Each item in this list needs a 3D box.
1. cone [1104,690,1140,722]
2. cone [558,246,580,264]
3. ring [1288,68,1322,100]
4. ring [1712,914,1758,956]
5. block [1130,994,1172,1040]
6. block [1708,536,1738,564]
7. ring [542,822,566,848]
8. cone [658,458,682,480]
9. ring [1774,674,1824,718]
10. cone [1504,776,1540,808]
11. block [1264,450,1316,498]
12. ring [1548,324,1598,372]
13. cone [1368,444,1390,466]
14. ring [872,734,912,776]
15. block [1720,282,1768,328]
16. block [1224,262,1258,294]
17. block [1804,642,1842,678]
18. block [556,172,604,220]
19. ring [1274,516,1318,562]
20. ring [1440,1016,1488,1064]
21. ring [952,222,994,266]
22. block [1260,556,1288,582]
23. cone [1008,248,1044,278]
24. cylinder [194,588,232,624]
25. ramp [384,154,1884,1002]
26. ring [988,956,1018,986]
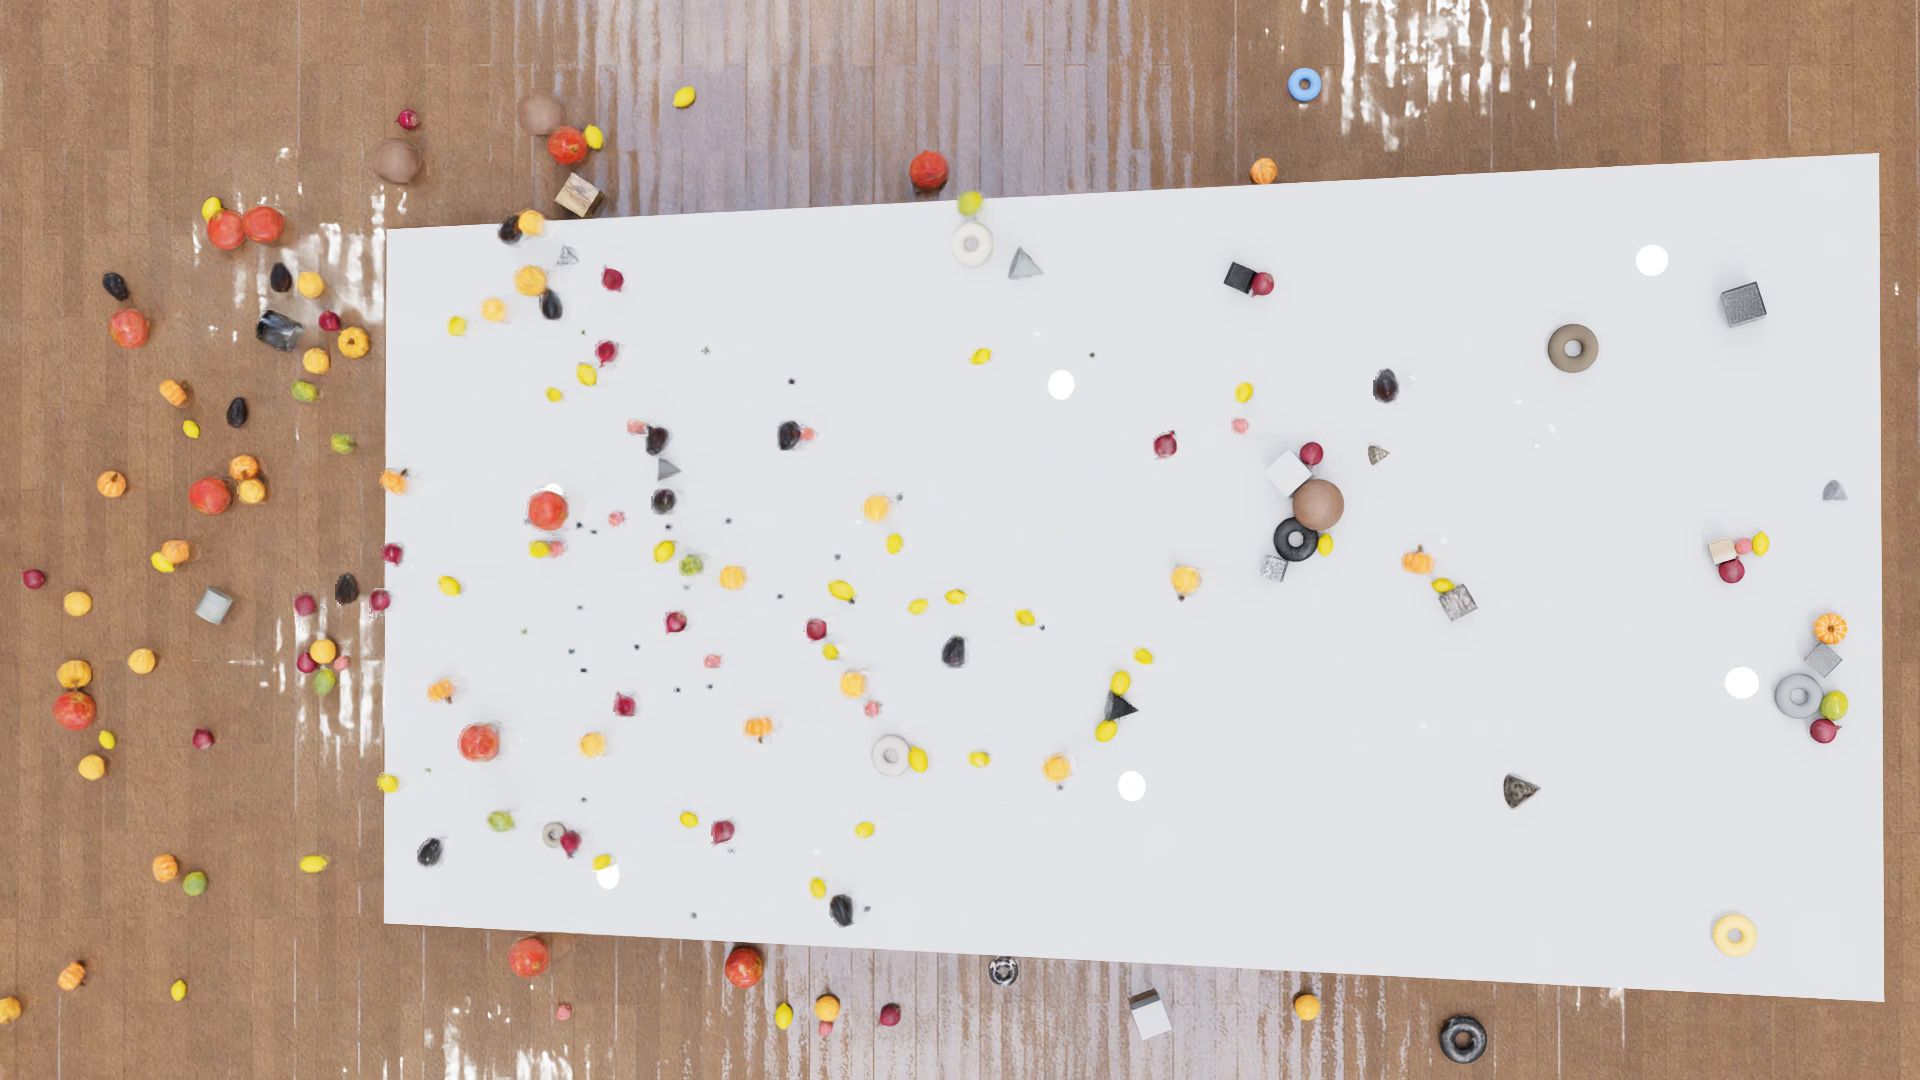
[{"bbox_3d":[0.425,0.436,5.687,0.083,0.083,0.083,10,89,-10],"label":"cone"},{"bbox_3d":[-1.093,-0.790,6.169,0.061,0.061,0.061,19,89,-11],"label":"cone"},{"bbox_3d":[1.010,-1.334,6.442,0.097,0.032,0.097,0,90,1],"label":"ring"},{"bbox_3d":[1.851,0.944,5.251,0.101,0.034,0.101,0,89,16],"label":"ring"},{"bbox_3d":[0.552,1.382,6.373,0.090,0.090,0.090,-21,89,0],"label":"block"},{"bbox_3d":[1.824,0.025,5.262,0.054,0.054,0.054,-19,84,16],"label":"block"},{"bbox_3d":[-1.136,0.826,6.160,0.075,0.025,0.075,0,90,15],"label":"ring"},{"bbox_3d":[-0.799,-0.192,6.070,0.067,0.067,0.067,4,89,-10],"label":"cone"},{"bbox_3d":[1.989,0.370,5.216,0.109,0.036,0.109,0,91,17],"label":"ring"},{"bbox_3d":[1.389,0.613,5.393,0.083,0.083,0.083,-6,89,-10],"label":"cone"},{"bbox_3d":[0.833,-0.166,5.547,0.086,0.086,0.086,-43,78,12],"label":"block"},{"bbox_3d":[1.498,-0.468,5.375,0.121,0.040,0.121,-1,88,16],"label":"ring"},{"bbox_3d":[1.057,-0.216,5.513,0.051,0.051,0.051,-7,89,-11],"label":"cone"},{"bbox_3d":[-0.184,0.576,5.870,0.112,0.037,0.112,0,90,16],"label":"ring"},{"bbox_3d":[1.867,-0.560,5.242,0.082,0.082,0.082,-18,84,16],"label":"block"},{"bbox_3d":[0.715,-0.667,5.604,0.060,0.060,0.060,25,96,16],"label":"block"},{"bbox_3d":[2.037,0.282,5.190,0.060,0.060,0.060,44,101,13],"label":"block"},{"bbox_3d":[-1.106,-0.996,6.405,0.095,0.095,0.095,32,89,0],"label":"block"},{"bbox_3d":[0.850,-0.002,5.564,0.116,0.039,0.116,-1,87,20],"label":"ring"},{"bbox_3d":[1.464,1.453,6.394,0.139,0.046,0.139,0,90,1],"label":"ring"},{"bbox_3d":[0.032,-0.783,5.823,0.117,0.039,0.117,0,89,18],"label":"ring"},{"bbox_3d":[0.796,0.072,5.572,0.054,0.054,0.054,18,94,16],"label":"block"},{"bbox_3d":[0.183,-0.714,5.776,0.087,0.087,0.087,18,89,-11],"label":"cone"},{"bbox_3d":[-2.170,0.192,6.396,0.078,0.078,0.078,30,89,0],"label":"cylinder"},{"bbox_3d":[0.272,0.095,5.810,4.000,0.100,2.000,0,89,17],"label":"ramp"},{"bbox_3d":[0.127,1.258,6.406,0.087,0.029,0.087,0,90,0],"label":"ring"}]
